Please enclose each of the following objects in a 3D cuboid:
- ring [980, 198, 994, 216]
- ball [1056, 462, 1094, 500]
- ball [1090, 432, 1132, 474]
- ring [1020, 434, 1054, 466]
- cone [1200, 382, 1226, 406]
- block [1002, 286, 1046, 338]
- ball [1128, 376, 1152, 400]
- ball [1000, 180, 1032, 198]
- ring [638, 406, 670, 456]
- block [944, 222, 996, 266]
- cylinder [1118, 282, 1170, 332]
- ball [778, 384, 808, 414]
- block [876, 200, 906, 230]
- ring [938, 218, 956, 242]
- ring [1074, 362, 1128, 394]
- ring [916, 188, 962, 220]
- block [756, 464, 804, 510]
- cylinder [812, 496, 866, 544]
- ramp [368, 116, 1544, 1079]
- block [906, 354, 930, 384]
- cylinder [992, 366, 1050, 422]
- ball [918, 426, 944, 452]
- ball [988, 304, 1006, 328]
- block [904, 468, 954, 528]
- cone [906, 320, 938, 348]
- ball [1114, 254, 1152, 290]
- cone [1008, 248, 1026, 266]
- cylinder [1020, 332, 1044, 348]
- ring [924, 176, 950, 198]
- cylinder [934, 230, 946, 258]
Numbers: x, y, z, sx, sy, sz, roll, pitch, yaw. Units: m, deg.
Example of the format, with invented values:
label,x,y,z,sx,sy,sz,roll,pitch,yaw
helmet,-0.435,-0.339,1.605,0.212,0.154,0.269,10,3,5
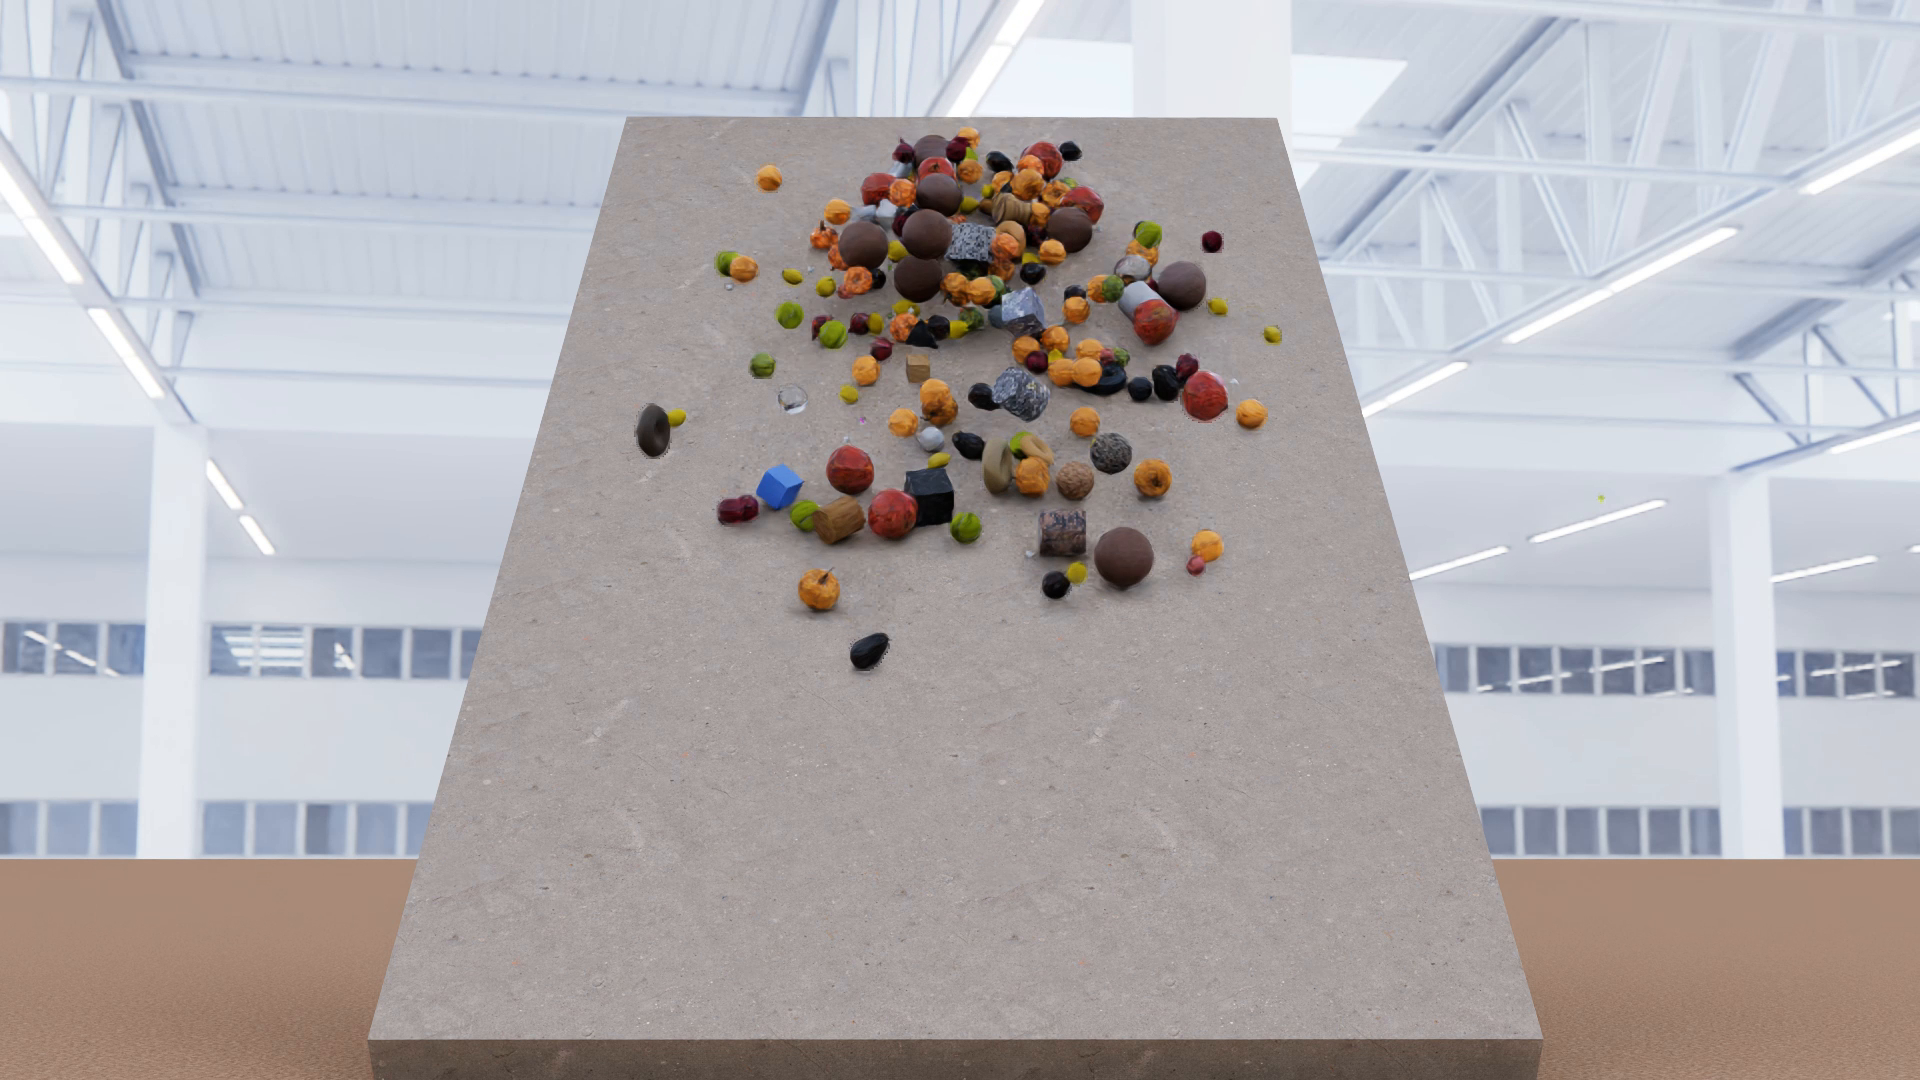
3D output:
label,x,y,z,sx,sy,sz,roll,pitch,yaw
ring,0.117,-0.932,6.902,0.128,0.043,0.128,7,14,-2
ball,0.266,-0.137,5.639,0.088,0.088,0.088,0,-7,0
ball,0.333,-0.191,5.403,0.093,0.093,0.093,0,-7,0
ring,0.179,-0.209,5.705,0.094,0.094,0.031,9,-51,-50
cone,0.633,-0.351,6.034,0.059,0.059,0.059,12,-13,-38
block,0.160,-0.573,6.173,0.082,0.082,0.082,-14,-32,19
ball,0.443,-0.372,6.034,0.060,0.060,0.060,0,-7,0
ball,0.153,-0.953,6.796,0.090,0.090,0.090,0,-7,0
ring,-0.716,-0.255,5.733,0.040,0.121,0.121,1,-6,20
block,0.027,-0.786,6.526,0.093,0.093,0.093,6,-3,-37
cylinder,0.475,-0.603,6.345,0.097,0.097,0.097,6,33,-41
ball,-0.398,-0.336,5.861,0.070,0.070,0.070,0,-7,0
block,-0.193,-0.908,6.845,0.057,0.057,0.057,9,-25,25
ring,-0.027,-0.828,6.602,0.028,0.083,0.083,-39,15,-29
ring,0.350,-0.403,6.099,0.131,0.044,0.131,1,32,0
ring,-0.058,-0.942,6.878,0.143,0.048,0.143,-20,22,9
block,-0.411,-0.121,5.593,0.066,0.066,0.066,39,33,17
cylinder,-0.271,-0.045,5.474,0.084,0.084,0.084,-28,9,-31
ramp,-0.015,-0.184,5.884,2.000,0.100,4.000,0,33,0
block,-0.104,-0.427,6.123,0.052,0.052,0.052,-4,33,-6
cylinder,0.143,-0.344,5.794,0.097,0.097,0.097,31,-23,-31
ball,-0.068,-0.239,5.823,0.060,0.060,0.060,0,-7,0
ball,0.103,-0.575,6.320,0.062,0.062,0.062,0,-7,0
block,-0.070,-0.097,5.560,0.090,0.090,0.090,-7,-50,-13
cone,-0.082,-0.489,6.014,0.076,0.076,0.076,34,-3,8
ball,0.451,-0.695,6.393,0.098,0.098,0.098,0,-7,0
cone,0.153,-0.783,6.702,0.072,0.072,0.072,-2,5,12
cylinder,0.178,-0.531,6.280,0.062,0.062,0.062,2,31,-19
ring,-0.066,-0.997,6.984,0.091,0.091,0.030,-6,-33,39
cylinder,-0.023,-0.813,6.702,0.079,0.079,0.079,-8,-5,-17
